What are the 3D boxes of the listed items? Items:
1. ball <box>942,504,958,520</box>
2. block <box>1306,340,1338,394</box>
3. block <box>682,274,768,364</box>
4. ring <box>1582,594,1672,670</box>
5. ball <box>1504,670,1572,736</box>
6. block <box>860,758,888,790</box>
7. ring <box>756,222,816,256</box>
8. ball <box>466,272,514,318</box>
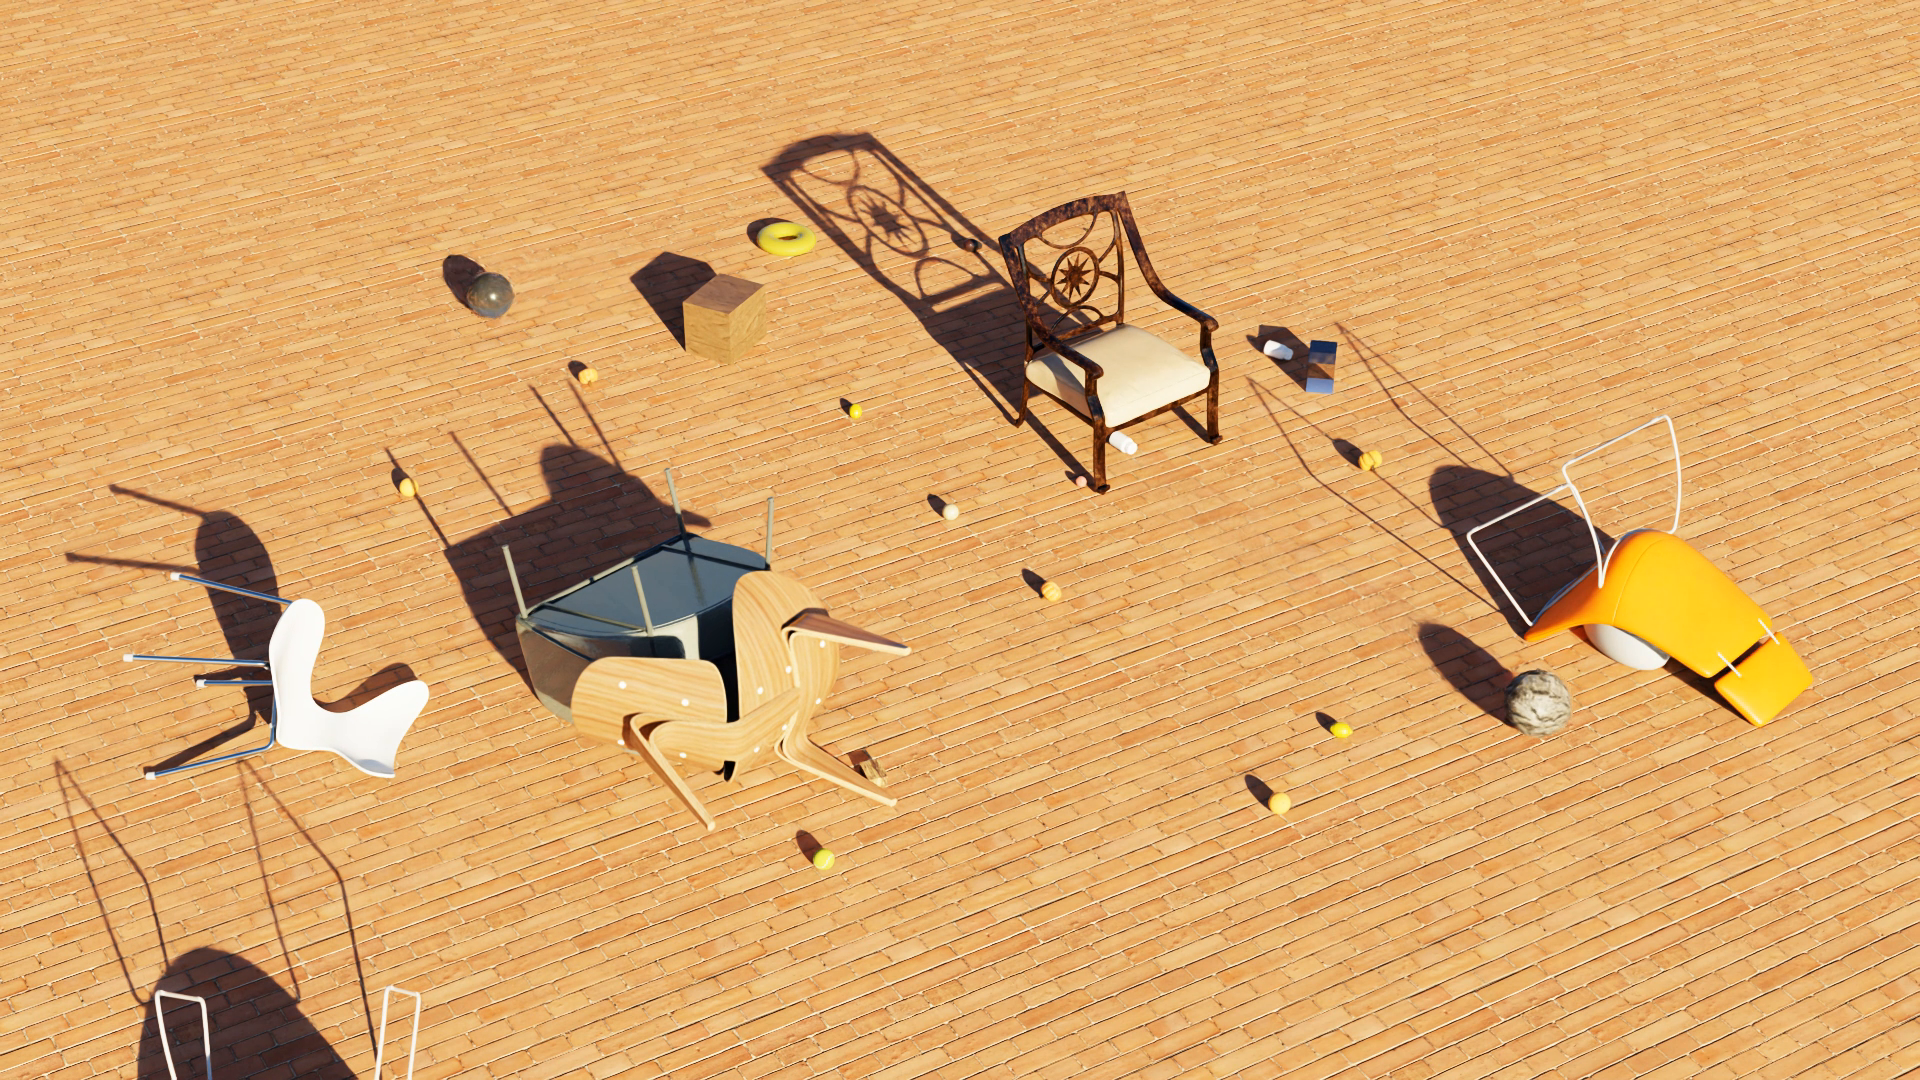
[{"bbox_3d":[-0.036,-0.106,11.046,0.064,0.064,0.064,0,33,0],"label":"ball"},{"bbox_3d":[1.466,-0.702,11.886,0.109,0.136,0.189,5,34,8],"label":"block"},{"bbox_3d":[-0.969,-0.915,12.116,0.220,0.238,0.284,16,37,23],"label":"block"},{"bbox_3d":[2.346,0.320,10.320,0.218,0.157,0.387,-18,36,-27],"label":"ring"},{"bbox_3d":[1.951,0.550,9.905,0.226,0.226,0.226,0,33,0],"label":"ball"},{"bbox_3d":[-0.287,0.776,9.732,0.066,0.038,0.102,-10,35,-15],"label":"block"},{"bbox_3d":[-0.763,-1.324,12.897,0.257,0.063,0.272,-27,42,-36],"label":"ring"},{"bbox_3d":[-1.975,-1.029,12.328,0.197,0.197,0.197,0,33,0],"label":"ball"}]
